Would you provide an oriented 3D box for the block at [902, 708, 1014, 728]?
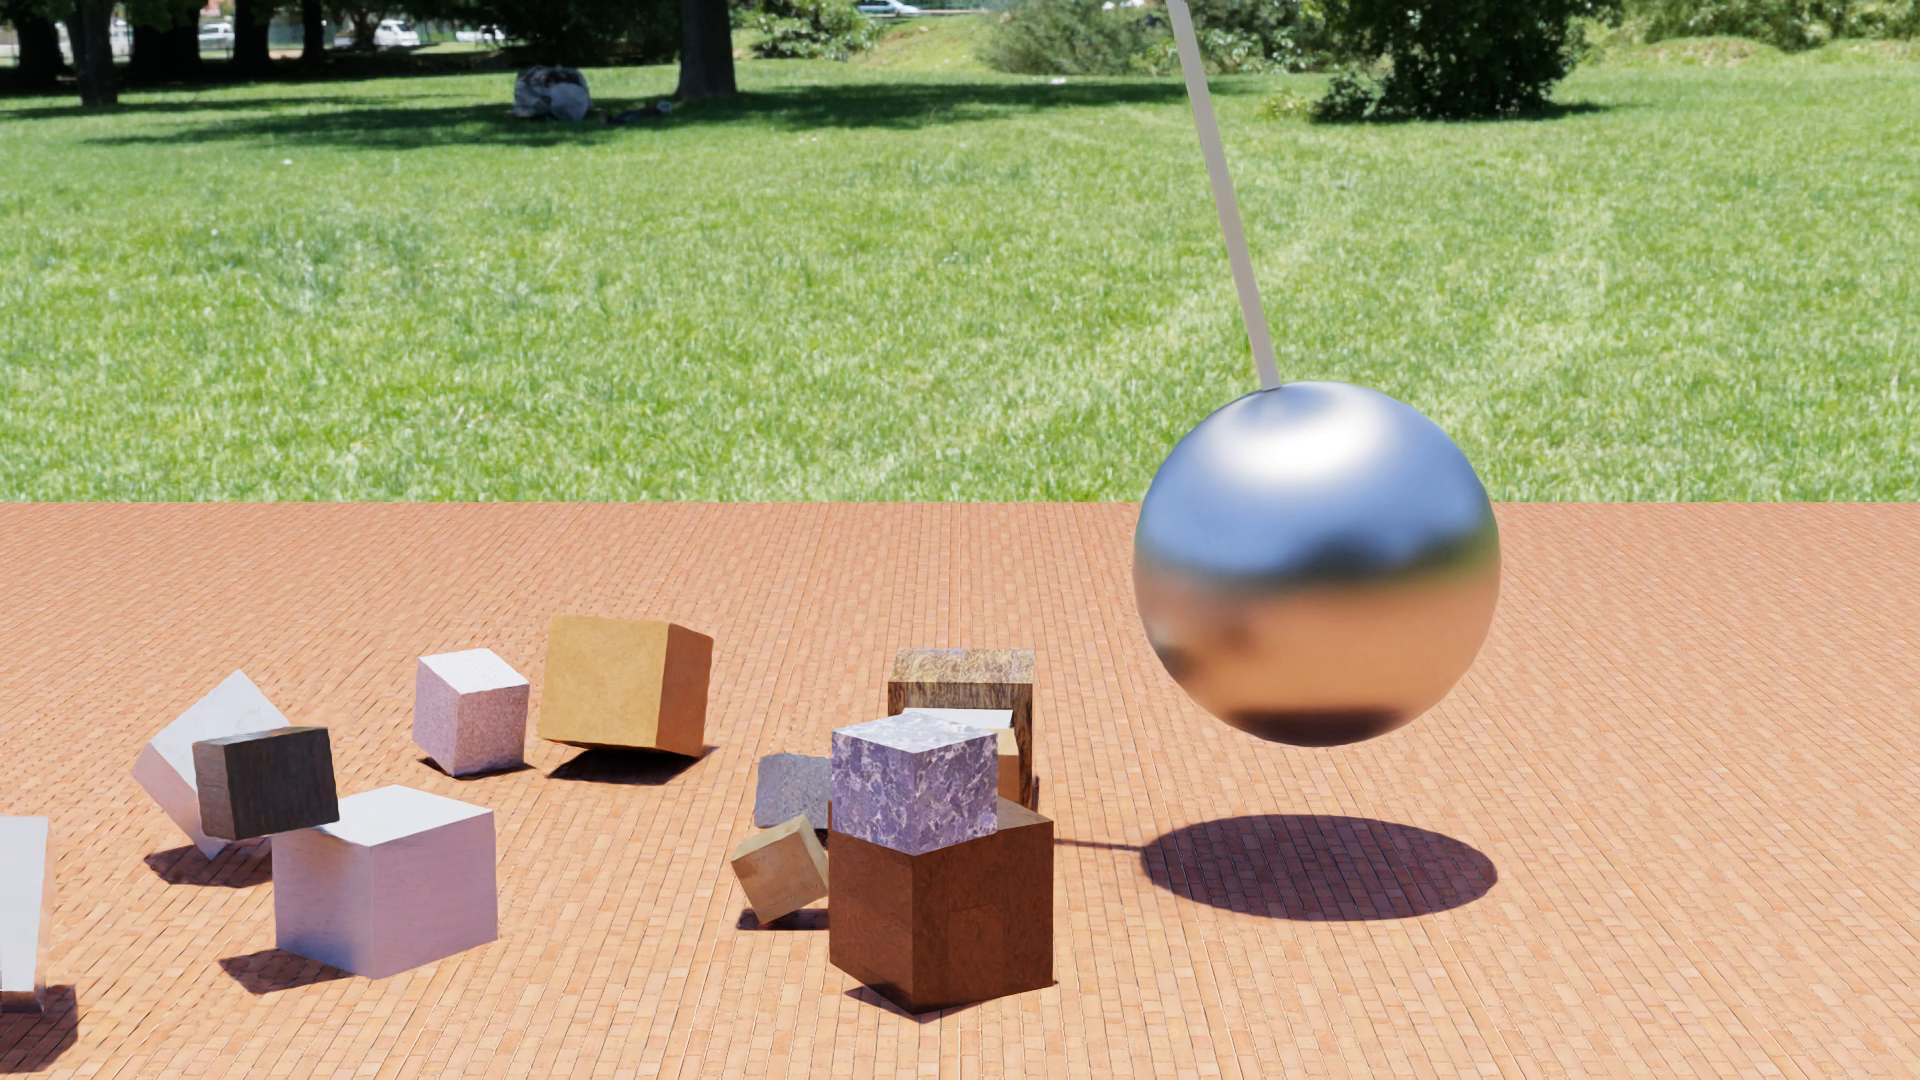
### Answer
[{"bbox_3d":[-0.026,1.107,11.964,0.515,0.540,0.466,1,10,5],"label":"block"}]

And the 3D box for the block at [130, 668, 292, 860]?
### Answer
[{"bbox_3d":[-3.288,1.011,11.483,0.517,0.543,0.533,-44,3,-33],"label":"block"}]

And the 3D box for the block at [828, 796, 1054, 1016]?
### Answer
[{"bbox_3d":[-0.080,1.386,10.072,0.626,0.670,0.683,-6,12,-30],"label":"block"}]

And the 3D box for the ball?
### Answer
[{"bbox_3d":[1.549,0.105,11.199,1.600,1.600,1.600,0,10,0],"label":"ball"}]

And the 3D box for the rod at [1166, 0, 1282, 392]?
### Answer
[{"bbox_3d":[0.671,-3.127,10.612,0.080,5.200,0.080,-15,10,3],"label":"rod"}]

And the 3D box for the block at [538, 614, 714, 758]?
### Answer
[{"bbox_3d":[-1.707,0.756,13.161,0.642,0.630,0.632,3,-9,16],"label":"block"}]

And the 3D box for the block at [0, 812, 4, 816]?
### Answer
[{"bbox_3d":[-4.382,1.274,11.091,0.393,0.362,0.385,10,54,44],"label":"block"}]

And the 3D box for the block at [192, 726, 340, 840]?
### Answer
[{"bbox_3d":[-2.713,0.943,10.017,0.412,0.368,0.410,-8,2,-33],"label":"block"}]

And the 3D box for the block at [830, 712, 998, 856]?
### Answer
[{"bbox_3d":[-0.174,0.914,9.705,0.427,0.389,0.461,-10,14,-43],"label":"block"}]

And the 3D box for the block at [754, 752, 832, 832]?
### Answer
[{"bbox_3d":[-0.752,1.170,11.849,0.292,0.326,0.307,9,-12,-23],"label":"block"}]

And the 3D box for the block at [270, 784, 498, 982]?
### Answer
[{"bbox_3d":[-2.337,1.380,10.438,0.625,0.550,0.635,8,13,38],"label":"block"}]

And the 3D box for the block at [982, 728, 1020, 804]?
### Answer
[{"bbox_3d":[0.014,1.181,11.459,0.472,0.576,0.465,0,10,-2],"label":"block"}]

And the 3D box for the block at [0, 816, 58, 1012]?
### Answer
[{"bbox_3d":[-3.725,1.371,9.384,0.721,0.621,0.701,4,-17,-16],"label":"block"}]

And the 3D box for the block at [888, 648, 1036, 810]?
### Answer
[{"bbox_3d":[0.018,0.937,12.546,0.686,0.667,0.724,1,10,3],"label":"block"}]

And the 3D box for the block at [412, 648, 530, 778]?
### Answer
[{"bbox_3d":[-2.509,0.880,13.148,0.394,0.465,0.464,-7,26,-38],"label":"block"}]

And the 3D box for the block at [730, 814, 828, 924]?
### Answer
[{"bbox_3d":[-0.738,1.375,10.732,0.315,0.299,0.279,-25,7,6],"label":"block"}]
